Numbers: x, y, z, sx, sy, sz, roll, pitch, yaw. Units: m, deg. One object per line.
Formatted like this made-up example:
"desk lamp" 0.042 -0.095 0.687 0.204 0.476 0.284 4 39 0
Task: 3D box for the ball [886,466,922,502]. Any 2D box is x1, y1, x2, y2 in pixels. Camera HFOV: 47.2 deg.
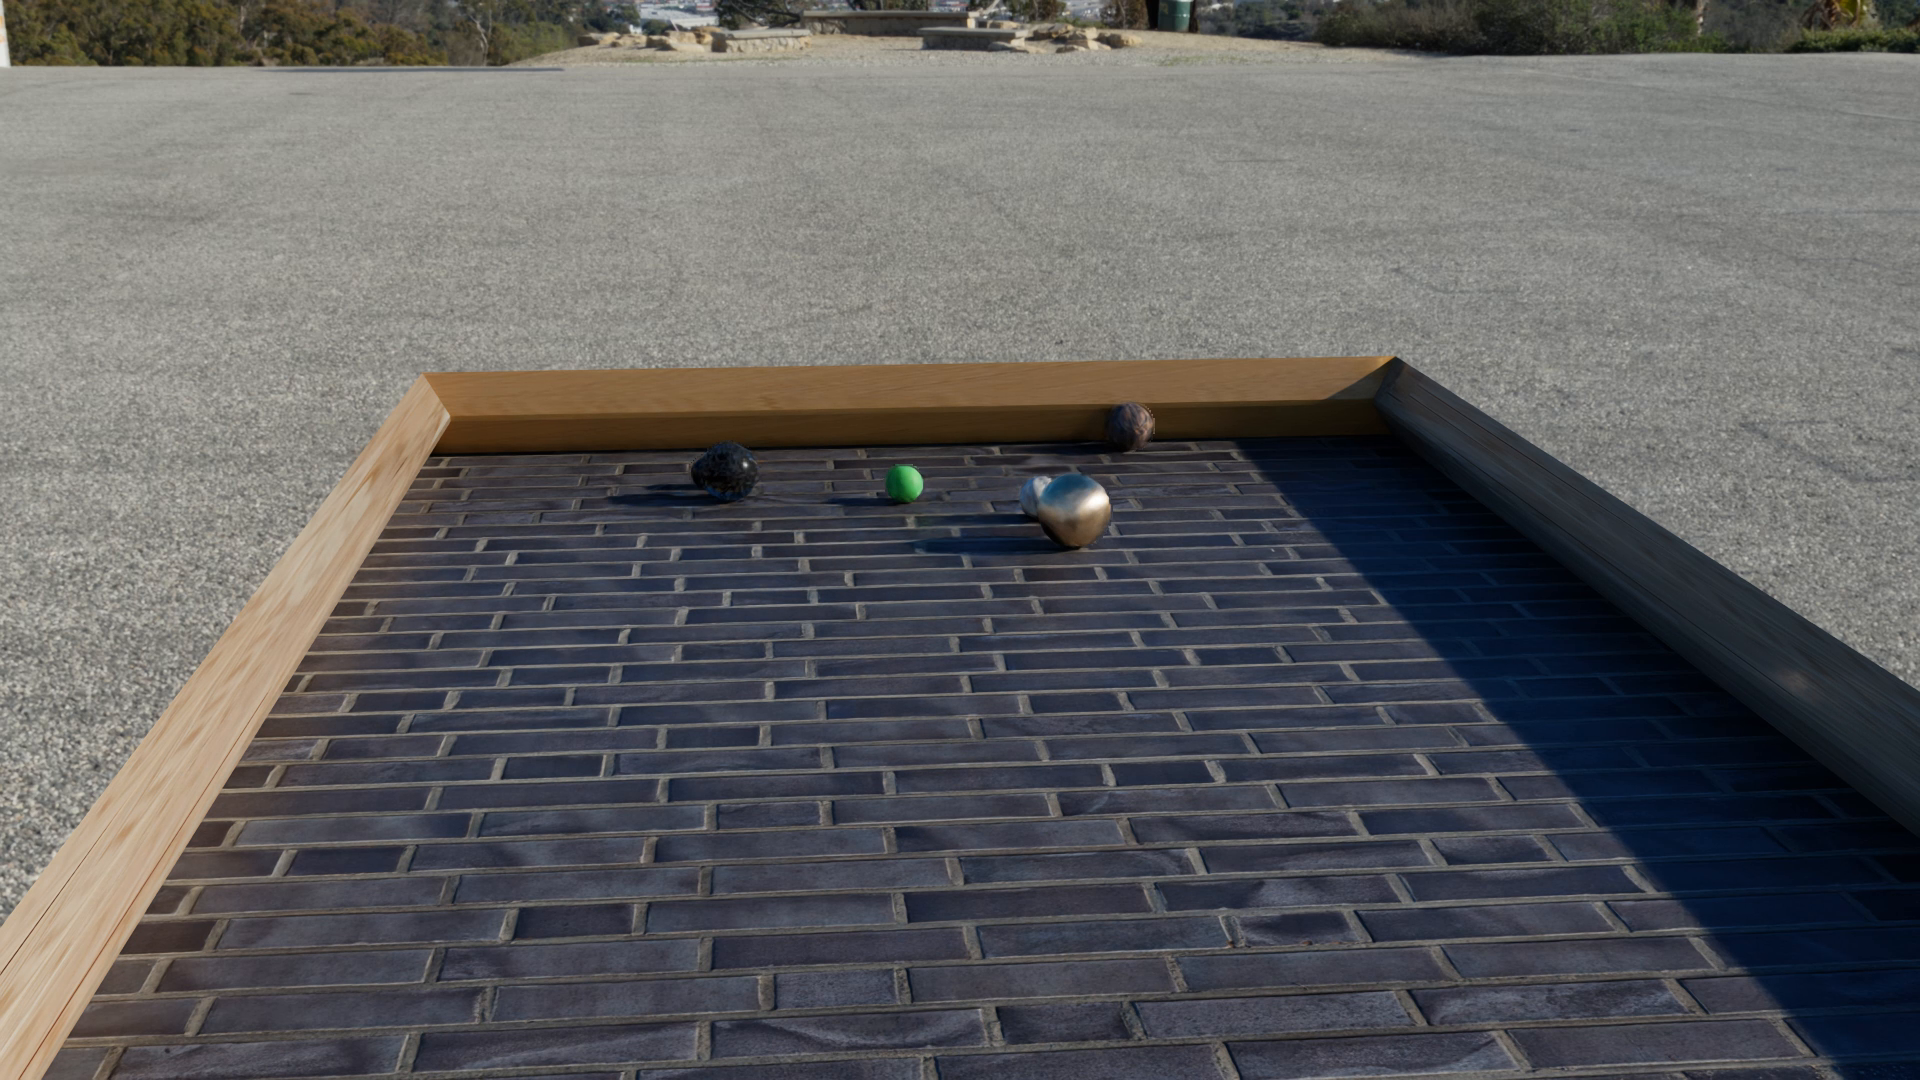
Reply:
"ball" -0.076 -0.076 2.999 0.051 0.051 0.051 0 15 0

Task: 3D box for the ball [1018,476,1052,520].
"ball" 0.106 -0.056 2.912 0.058 0.058 0.058 0 15 0

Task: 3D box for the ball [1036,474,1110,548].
"ball" 0.144 -0.037 2.776 0.093 0.093 0.093 0 15 0

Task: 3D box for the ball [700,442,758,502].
"ball" -0.316 -0.093 3.005 0.080 0.080 0.080 0 15 0

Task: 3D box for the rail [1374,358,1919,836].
"rail" 0.777 0.134 2.089 0.045 0.121 2.746 -1 15 -5

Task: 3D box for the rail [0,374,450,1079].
"rail" -0.650 0.169 1.961 0.045 0.121 2.746 -1 15 -5

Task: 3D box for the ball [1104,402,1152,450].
"ball" 0.254 -0.171 3.307 0.072 0.072 0.072 0 15 0

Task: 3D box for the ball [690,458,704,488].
"ball" -0.355 -0.094 3.081 0.044 0.044 0.044 0 15 0

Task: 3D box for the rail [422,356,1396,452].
"rail" -0.061 -0.201 3.322 1.480 0.121 0.045 -1 15 -5
